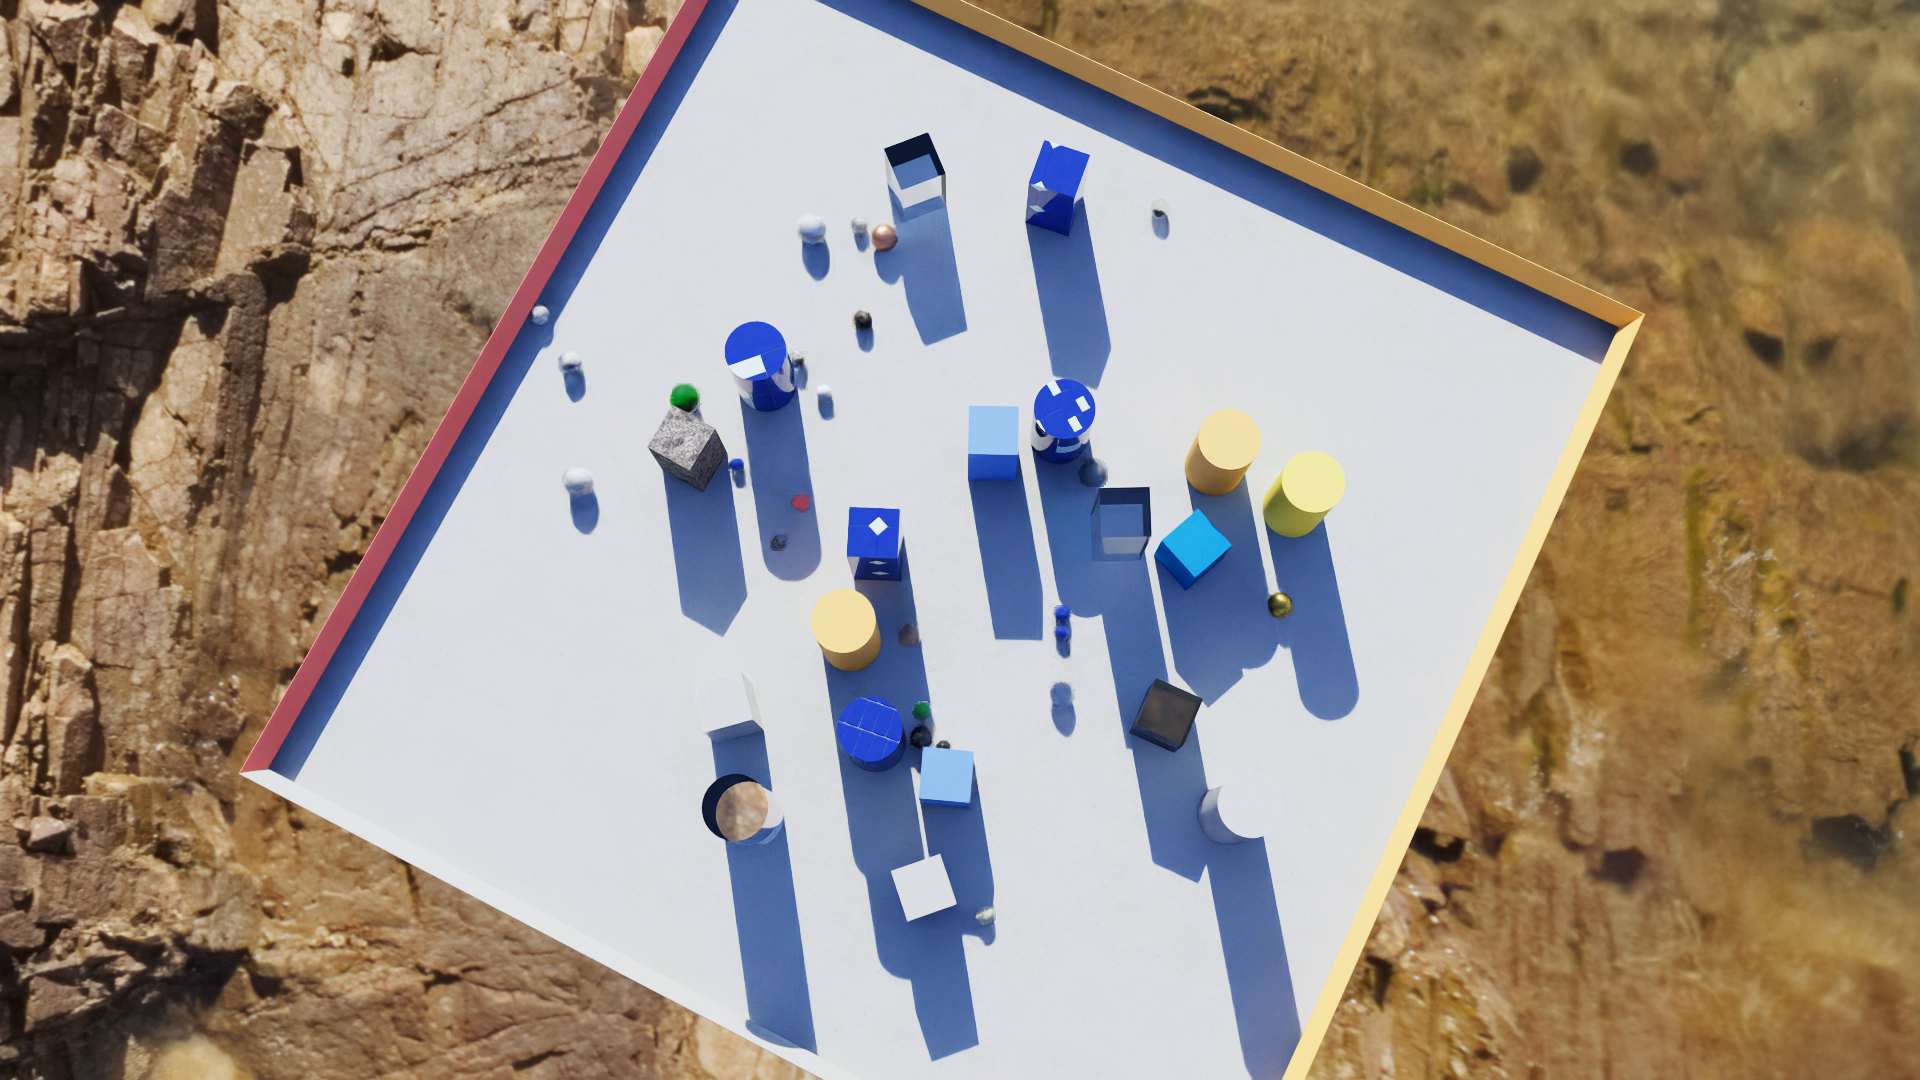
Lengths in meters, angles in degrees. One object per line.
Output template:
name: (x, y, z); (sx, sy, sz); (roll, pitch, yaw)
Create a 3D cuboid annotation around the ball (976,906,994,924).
ball: (0.074, 1.099, 5.363); (0.051, 0.051, 0.051); (0, 78, 0)

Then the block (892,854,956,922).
block: (-0.102, 1.004, 5.280); (0.146, 0.252, 0.146); (-19, 79, -4)

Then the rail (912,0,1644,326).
rail: (0.692, -1.350, 5.834); (3.142, 0.119, 0.045); (26, 80, 5)

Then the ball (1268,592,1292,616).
ball: (0.967, 0.194, 5.538); (0.075, 0.075, 0.075); (0, 78, 0)

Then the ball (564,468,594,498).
ball: (-1.167, -0.176, 5.607); (0.090, 0.090, 0.090); (0, 78, 0)

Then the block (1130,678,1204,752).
block: (0.603, 0.518, 5.385); (0.146, 0.244, 0.146); (24, 79, 5)

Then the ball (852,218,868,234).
ball: (-0.316, -0.993, 5.797); (0.048, 0.048, 0.048); (0, 78, 0)

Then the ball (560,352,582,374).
ball: (-1.209, -0.549, 5.695); (0.068, 0.068, 0.068); (0, 78, 0)

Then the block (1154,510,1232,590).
block: (0.695, 0.031, 5.494); (0.146, 0.226, 0.146); (-40, 81, -8)

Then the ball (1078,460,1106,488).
ball: (0.406, -0.203, 5.615); (0.085, 0.085, 0.085); (0, 78, 0)

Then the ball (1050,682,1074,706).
ball: (0.303, 0.460, 5.484); (0.072, 0.072, 0.072); (0, 78, 0)

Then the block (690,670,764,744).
block: (-0.678, 0.490, 5.361); (0.146, 0.303, 0.146); (-15, 79, -3)

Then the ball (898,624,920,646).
ball: (-0.154, 0.286, 5.525); (0.063, 0.063, 0.063); (0, 78, 0)

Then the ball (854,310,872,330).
ball: (-0.304, -0.687, 5.729); (0.058, 0.058, 0.058); (0, 78, 0)

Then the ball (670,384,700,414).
ball: (-0.851, -0.436, 5.660); (0.091, 0.091, 0.091); (0, 78, 0)

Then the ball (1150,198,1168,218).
ball: (0.631, -1.052, 5.804); (0.058, 0.058, 0.058); (0, 78, 0)

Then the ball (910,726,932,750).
ball: (-0.115, 0.589, 5.460); (0.068, 0.068, 0.068); (0, 78, 0)

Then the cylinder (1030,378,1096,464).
cylinder: (0.308, -0.355, 5.535); (0.183, 0.304, 0.183); (0, 78, 0)

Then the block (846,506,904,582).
block: (-0.248, 0.015, 5.429); (0.146, 0.360, 0.146); (2, 78, 0)

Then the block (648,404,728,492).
block: (-0.820, -0.272, 5.527); (0.146, 0.285, 0.146); (29, 80, 6)

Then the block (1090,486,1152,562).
block: (0.475, -0.044, 5.441); (0.146, 0.361, 0.146); (-1, 78, 0)

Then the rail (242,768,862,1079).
rail: (-0.692, 1.363, 5.273); (3.142, 0.119, 0.045); (26, 80, 5)

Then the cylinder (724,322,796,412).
cylinder: (-0.601, -0.522, 5.551); (0.183, 0.339, 0.183); (0, 78, 0)

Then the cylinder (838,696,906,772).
cylinder: (-0.252, 0.566, 5.305); (0.183, 0.380, 0.183); (0, 78, 0)

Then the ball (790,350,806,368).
ball: (-0.508, -0.564, 5.705); (0.054, 0.054, 0.054); (0, 78, 0)

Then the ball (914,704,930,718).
ball: (-0.113, 0.512, 5.486); (0.047, 0.047, 0.047); (0, 78, 0)

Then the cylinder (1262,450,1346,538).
cylinder: (1.020, -0.133, 5.463); (0.183, 0.355, 0.183); (0, 78, 0)

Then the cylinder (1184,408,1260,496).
cylinder: (0.785, -0.259, 5.497); (0.183, 0.339, 0.183); (0, 78, 0)

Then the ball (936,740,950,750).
ball: (-0.050, 0.620, 5.466); (0.044, 0.044, 0.044); (0, 78, 0)

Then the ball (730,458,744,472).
ball: (-0.687, -0.232, 5.642); (0.043, 0.043, 0.043); (0, 78, 0)

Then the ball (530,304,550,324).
ball: (-1.316, -0.707, 5.730); (0.062, 0.062, 0.062); (0, 78, 0)

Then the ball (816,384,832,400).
ball: (-0.422, -0.457, 5.685); (0.050, 0.050, 0.050); (0, 78, 0)

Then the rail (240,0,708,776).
rail: (-1.384, -0.671, 5.693); (0.045, 0.119, 3.144); (26, 80, 5)

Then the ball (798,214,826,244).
ball: (-0.467, -0.978, 5.772); (0.090, 0.090, 0.090); (0, 78, 0)

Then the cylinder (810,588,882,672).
cylinder: (-0.330, 0.268, 5.360); (0.183, 0.394, 0.183); (0, 78, 0)

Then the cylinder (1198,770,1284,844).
cylinder: (0.797, 0.768, 5.233); (0.183, 0.439, 0.183); (0, 78, 0)

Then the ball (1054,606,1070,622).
ball: (0.310, 0.225, 5.545); (0.049, 0.049, 0.049); (0, 78, 0)

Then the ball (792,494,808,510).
ball: (-0.489, -0.115, 5.613); (0.053, 0.053, 0.053); (0, 78, 0)

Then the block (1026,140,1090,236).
block: (0.300, -1.086, 5.678); (0.146, 0.320, 0.146); (19, 79, 4)

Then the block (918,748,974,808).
block: (-0.039, 0.695, 5.351); (0.146, 0.239, 0.146); (5, 78, 1)

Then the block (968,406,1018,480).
block: (0.098, -0.290, 5.515); (0.146, 0.315, 0.146); (1, 78, 0)

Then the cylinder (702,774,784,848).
cylinder: (-0.616, 0.776, 5.229); (0.183, 0.444, 0.183); (0, 78, 0)

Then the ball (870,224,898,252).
ball: (-0.239, -0.952, 5.770); (0.084, 0.084, 0.084); (0, 78, 0)

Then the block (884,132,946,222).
block: (-0.138, -1.129, 5.716); (0.146, 0.261, 0.146); (-21, 79, -4)

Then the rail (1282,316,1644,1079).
rail: (1.384, 0.684, 5.413); (0.045, 0.119, 3.144); (26, 80, 5)

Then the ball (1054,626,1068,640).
ball: (0.307, 0.282, 5.535); (0.044, 0.044, 0.044); (0, 78, 0)

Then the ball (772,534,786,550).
ball: (-0.551, 0.005, 5.592); (0.046, 0.046, 0.046); (0, 78, 0)
